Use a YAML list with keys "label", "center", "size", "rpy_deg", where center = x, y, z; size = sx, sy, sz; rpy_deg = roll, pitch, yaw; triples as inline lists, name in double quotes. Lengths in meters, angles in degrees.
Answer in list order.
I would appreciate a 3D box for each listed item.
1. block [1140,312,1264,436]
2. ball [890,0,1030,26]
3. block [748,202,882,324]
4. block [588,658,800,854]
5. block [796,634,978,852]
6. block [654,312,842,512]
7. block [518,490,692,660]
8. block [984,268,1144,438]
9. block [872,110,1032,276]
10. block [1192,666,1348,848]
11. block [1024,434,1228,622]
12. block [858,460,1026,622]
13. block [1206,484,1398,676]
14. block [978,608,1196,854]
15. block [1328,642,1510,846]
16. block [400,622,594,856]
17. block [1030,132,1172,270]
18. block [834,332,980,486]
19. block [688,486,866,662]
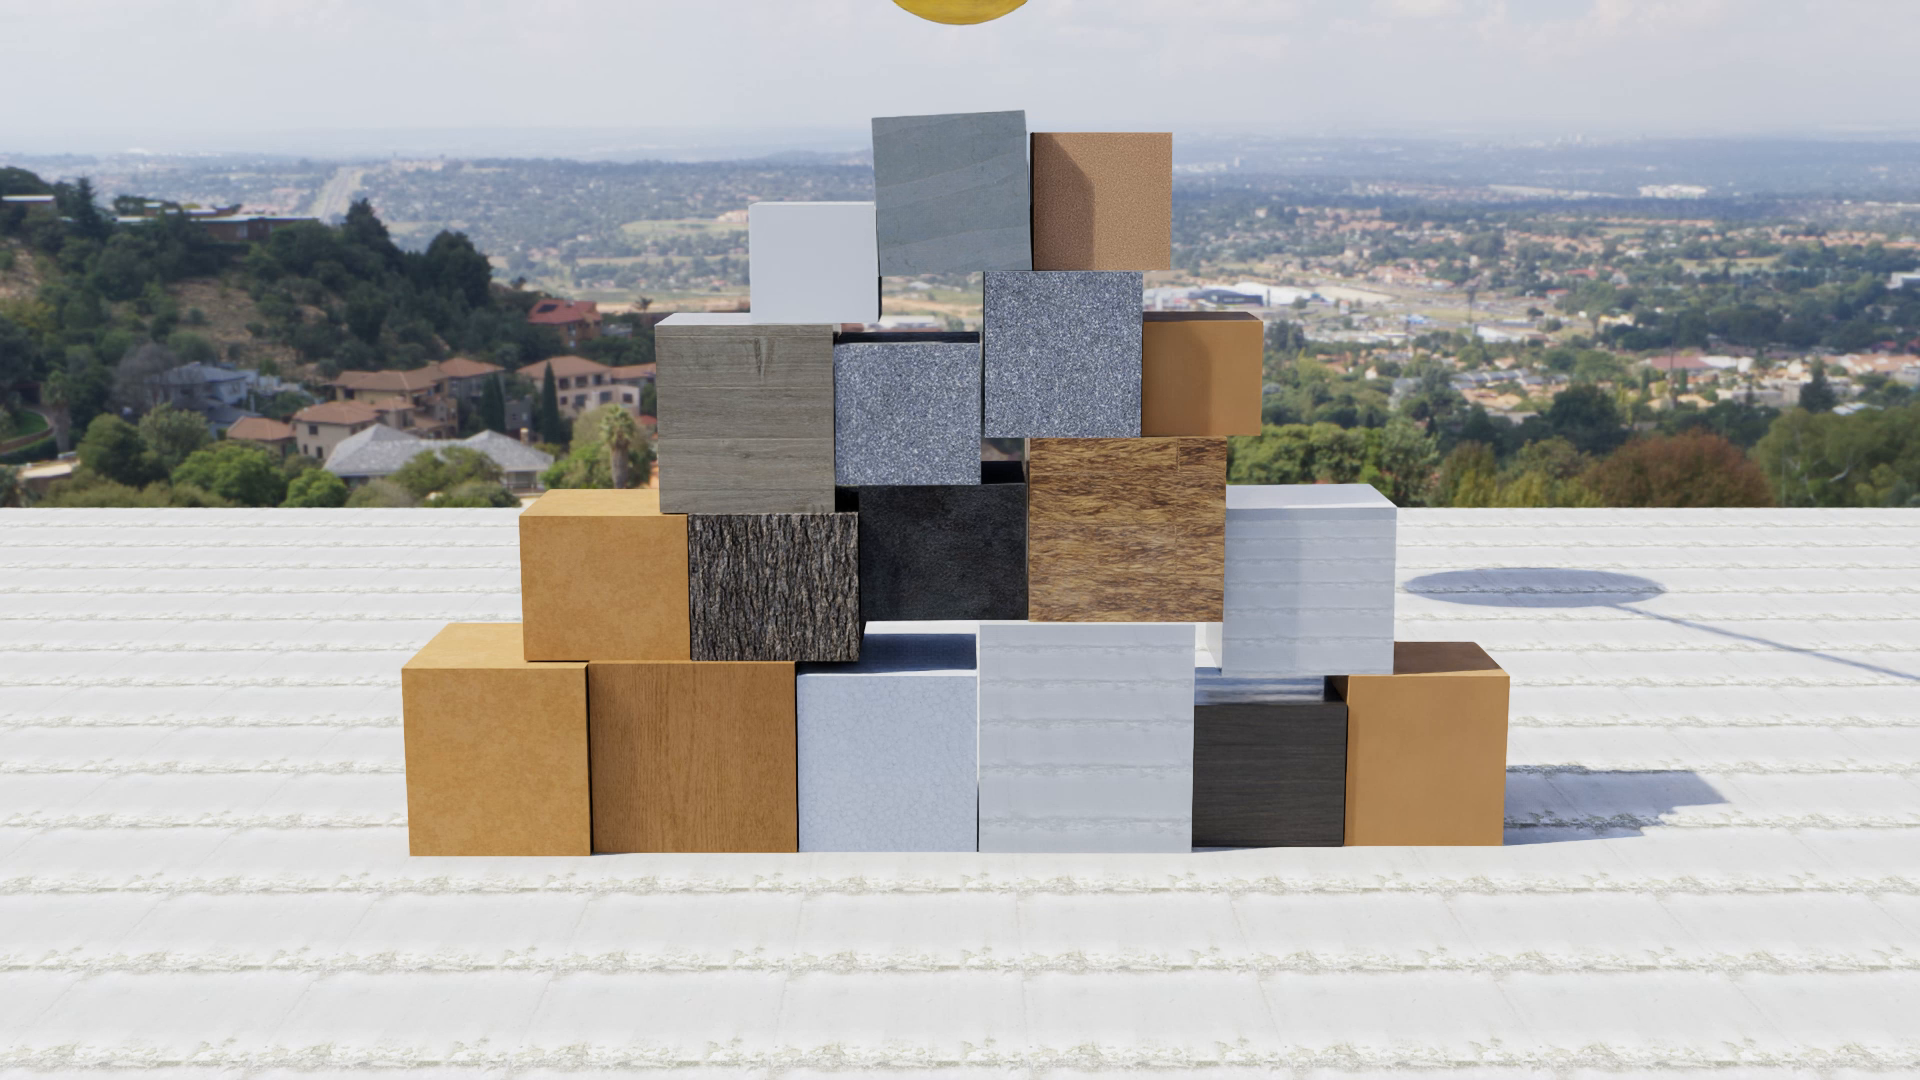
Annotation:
- label: "block"
  center: [1.178, -0.843, 11.021]
  size: [0.583, 0.556, 0.661]
  rpy_deg: [0, 10, 0]
- label: "ball"
  center: [0.000, -4.472, 15.607]
  size: [1.600, 1.600, 1.600]
  rpy_deg: [0, 10, 0]
- label: "block"
  center: [-0.710, -1.389, 10.948]
  size: [0.622, 0.568, 0.585]
  rpy_deg: [0, 10, 0]
- label: "block"
  center: [-1.320, 0.996, 11.372]
  size: [1.013, 0.971, 0.989]
  rpy_deg: [0, 10, 0]
- label: "block"
  center: [-0.359, 1.029, 11.373]
  size: [0.888, 0.905, 0.948]
  rpy_deg: [0, 10, 0]
- label: "block"
  center: [-1.042, -0.653, 11.054]
  size: [0.858, 0.918, 0.759]
  rpy_deg: [0, 10, 0]
- label: "block"
  center: [-1.744, 0.164, 11.205]
  size: [0.822, 0.725, 0.824]
  rpy_deg: [0, 10, 0]
- label: "block"
  center: [0.498, -0.963, 10.998]
  size: [0.757, 0.801, 0.807]
  rpy_deg: [0, 10, 0]
- label: "block"
  center: [-0.037, -1.723, 10.884]
  size: [0.730, 0.750, 0.790]
  rpy_deg: [-3, 10, 1]
- label: "block"
  center: [1.544, 1.111, 11.397]
  size: [0.762, 0.736, 0.810]
  rpy_deg: [0, 10, 0]
- label: "block"
  center: [0.816, -0.121, 11.152]
  size: [0.954, 0.911, 0.863]
  rpy_deg: [0, 10, 0]
- label: "block"
  center: [-0.084, -0.007, 11.193]
  size: [0.817, 0.676, 0.814]
  rpy_deg: [-1, 10, 0]
- label: "block"
  center: [1.724, 0.192, 11.230]
  size: [0.851, 0.846, 0.737]
  rpy_deg: [-1, 10, 0]
- label: "block"
  center: [0.624, 0.902, 11.341]
  size: [1.058, 1.168, 0.972]
  rpy_deg: [0, 10, 0]
- label: "block"
  center: [2.334, 1.041, 11.379]
  size: [0.798, 0.881, 0.770]
  rpy_deg: [0, 10, 0]
- label: "block"
  center: [-2.285, 1.007, 11.344]
  size: [0.896, 0.960, 1.034]
  rpy_deg: [0, 10, 0]
- label: "block"
  center: [0.686, -1.683, 10.883]
  size: [0.660, 0.657, 0.642]
  rpy_deg: [0, 10, 0]
- label: "block"
  center: [-0.256, -0.672, 11.047]
  size: [0.712, 0.685, 0.733]
  rpy_deg: [0, 10, 0]
- label: "block"
  center: [-0.911, 0.156, 11.221]
  size: [0.825, 0.734, 0.901]
  rpy_deg: [0, 10, 0]
